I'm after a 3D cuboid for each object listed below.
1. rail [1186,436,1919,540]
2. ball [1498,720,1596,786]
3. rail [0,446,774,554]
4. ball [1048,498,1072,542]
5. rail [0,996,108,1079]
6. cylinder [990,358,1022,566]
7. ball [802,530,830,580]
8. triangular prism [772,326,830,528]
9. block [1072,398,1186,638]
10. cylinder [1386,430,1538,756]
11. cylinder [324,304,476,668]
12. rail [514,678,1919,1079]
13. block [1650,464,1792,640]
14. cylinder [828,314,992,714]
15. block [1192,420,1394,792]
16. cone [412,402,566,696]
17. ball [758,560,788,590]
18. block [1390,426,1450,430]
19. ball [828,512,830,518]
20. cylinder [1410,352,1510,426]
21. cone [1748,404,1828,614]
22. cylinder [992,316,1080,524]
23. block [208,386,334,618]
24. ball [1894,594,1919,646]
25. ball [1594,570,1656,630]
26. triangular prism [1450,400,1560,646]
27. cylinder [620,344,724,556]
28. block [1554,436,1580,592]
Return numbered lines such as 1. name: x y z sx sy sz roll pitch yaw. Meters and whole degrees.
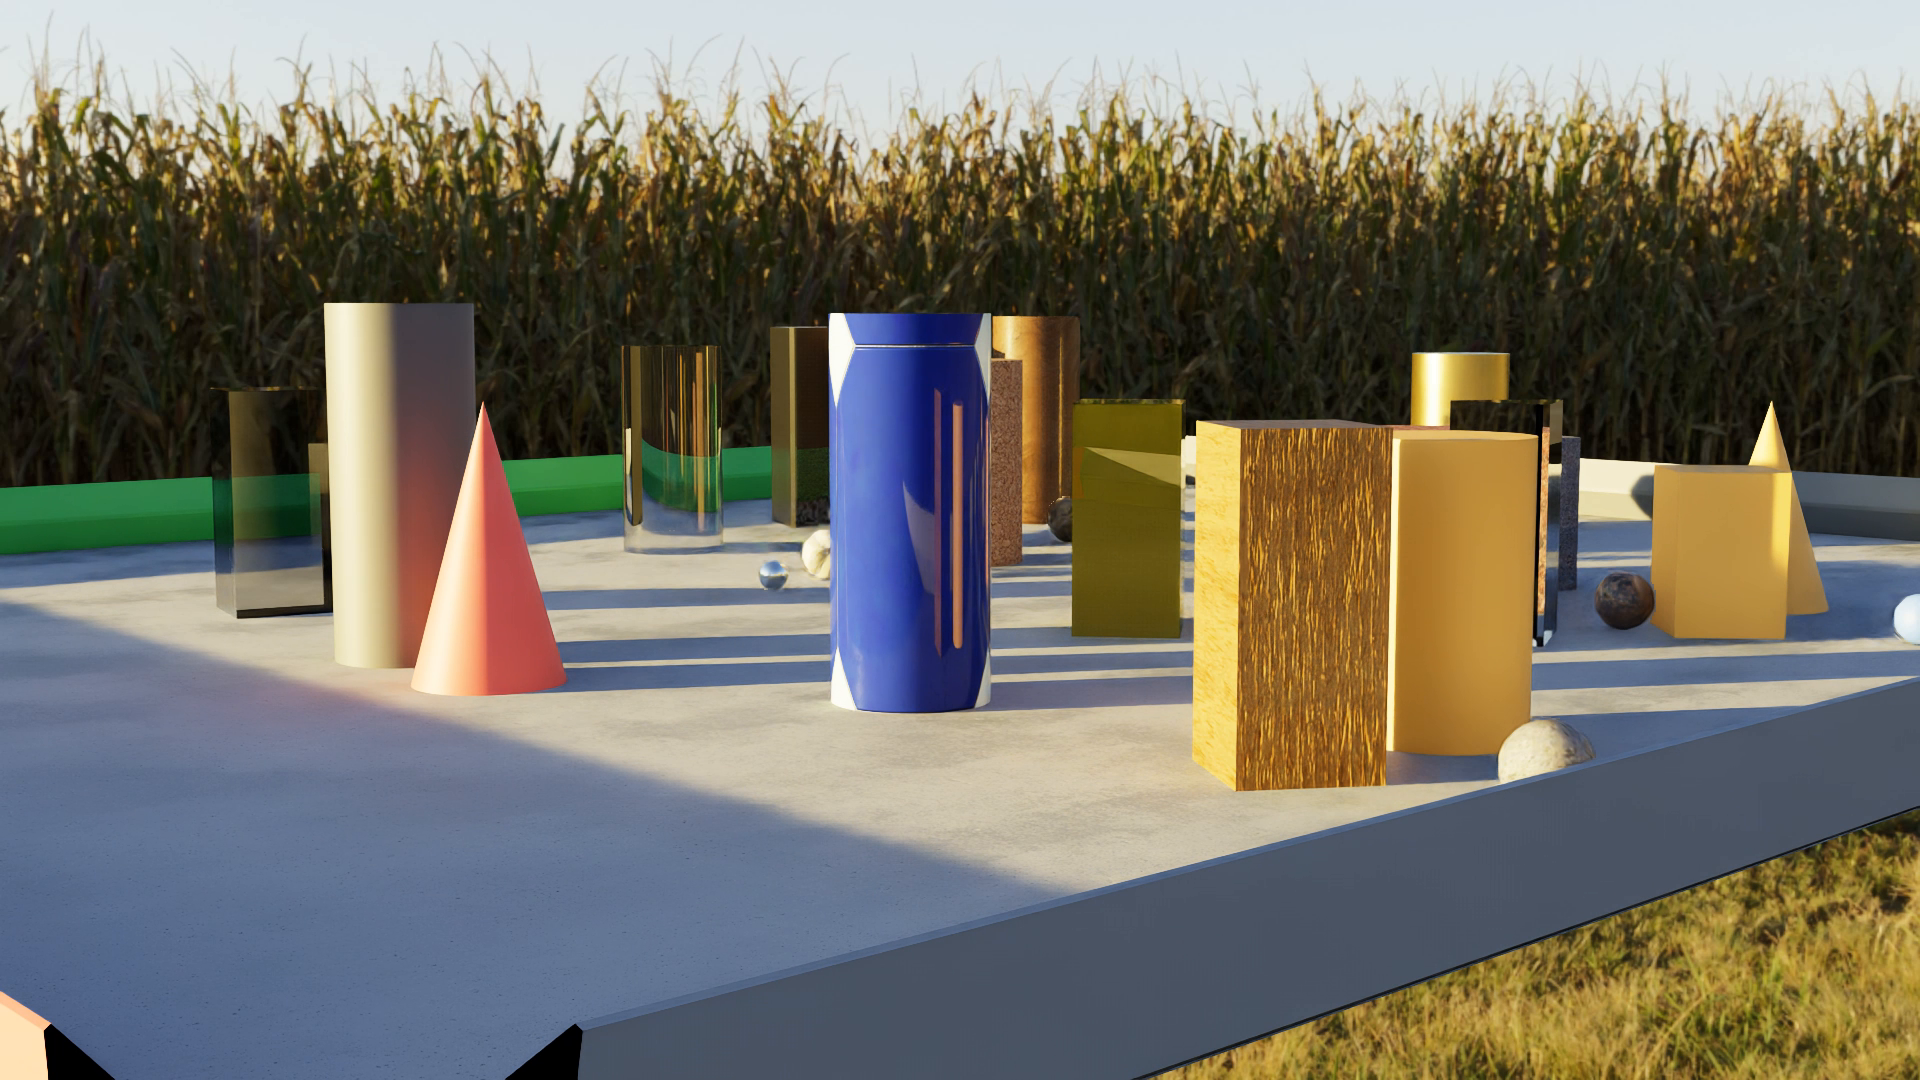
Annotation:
1. rail: 1.374 -0.104 4.593 0.045 0.118 3.207 -6 8 -42
2. ball: 0.513 0.199 1.923 0.084 0.084 0.084 0 6 0
3. rail: -1.071 -0.093 4.487 3.786 0.118 0.045 -6 8 -42
4. ball: 0.208 -0.037 4.135 0.084 0.084 0.084 0 6 0
5. rail: -1.374 0.165 2.072 0.045 0.118 3.207 -6 8 -42
6. cylinder: 0.018 -0.137 3.816 0.181 0.351 0.181 0 6 0
7. ball: -0.215 0.023 3.580 0.082 0.082 0.082 0 6 0
8. triangular prism: -0.336 -0.235 4.500 0.136 0.400 0.157 5 8 40
9. block: 0.232 -0.033 3.011 0.145 0.314 0.145 1 6 8
10. cylinder: 0.495 0.049 2.255 0.181 0.312 0.181 0 6 0
11. cylinder: -0.700 -0.073 2.768 0.181 0.446 0.181 0 6 0
12. rail: 1.071 0.154 2.178 3.786 0.118 0.045 -6 8 -42
13. block: 1.037 0.014 3.007 0.145 0.222 0.145 0 6 5
14. cylinder: -0.056 -0.036 2.469 0.181 0.435 0.181 0 6 0
15. block: 0.312 0.057 2.086 0.145 0.333 0.145 -1 6 -10
16. cone: -0.557 0.003 2.586 0.181 0.333 0.181 0 6 0
17. ball: -0.293 0.055 3.447 0.046 0.046 0.046 0 6 0
18. block: 0.702 -0.037 3.299 0.145 0.262 0.145 0 6 4
19. ball: -0.213 -0.049 4.255 0.081 0.081 0.081 0 6 0
20. cylinder: 0.944 -0.176 4.165 0.181 0.354 0.181 0 6 0
21. cone: 1.192 -0.053 3.245 0.181 0.304 0.181 0 6 0
22. cylinder: 0.158 -0.251 4.546 0.181 0.421 0.181 0 6 0
23. block: -1.002 -0.059 3.211 0.145 0.323 0.145 -3 7 -29
24. ball: 1.263 0.104 2.885 0.069 0.069 0.069 0 6 0
25. ball: 0.914 0.083 3.025 0.081 0.081 0.081 0 6 0
26. triangular prism: 0.762 -0.029 2.960 0.136 0.317 0.157 -5 8 -39
27. cylinder: -0.523 -0.167 3.999 0.181 0.372 0.181 0 6 0
28. block: 0.874 -0.045 3.479 0.145 0.239 0.145 -2 6 -19
